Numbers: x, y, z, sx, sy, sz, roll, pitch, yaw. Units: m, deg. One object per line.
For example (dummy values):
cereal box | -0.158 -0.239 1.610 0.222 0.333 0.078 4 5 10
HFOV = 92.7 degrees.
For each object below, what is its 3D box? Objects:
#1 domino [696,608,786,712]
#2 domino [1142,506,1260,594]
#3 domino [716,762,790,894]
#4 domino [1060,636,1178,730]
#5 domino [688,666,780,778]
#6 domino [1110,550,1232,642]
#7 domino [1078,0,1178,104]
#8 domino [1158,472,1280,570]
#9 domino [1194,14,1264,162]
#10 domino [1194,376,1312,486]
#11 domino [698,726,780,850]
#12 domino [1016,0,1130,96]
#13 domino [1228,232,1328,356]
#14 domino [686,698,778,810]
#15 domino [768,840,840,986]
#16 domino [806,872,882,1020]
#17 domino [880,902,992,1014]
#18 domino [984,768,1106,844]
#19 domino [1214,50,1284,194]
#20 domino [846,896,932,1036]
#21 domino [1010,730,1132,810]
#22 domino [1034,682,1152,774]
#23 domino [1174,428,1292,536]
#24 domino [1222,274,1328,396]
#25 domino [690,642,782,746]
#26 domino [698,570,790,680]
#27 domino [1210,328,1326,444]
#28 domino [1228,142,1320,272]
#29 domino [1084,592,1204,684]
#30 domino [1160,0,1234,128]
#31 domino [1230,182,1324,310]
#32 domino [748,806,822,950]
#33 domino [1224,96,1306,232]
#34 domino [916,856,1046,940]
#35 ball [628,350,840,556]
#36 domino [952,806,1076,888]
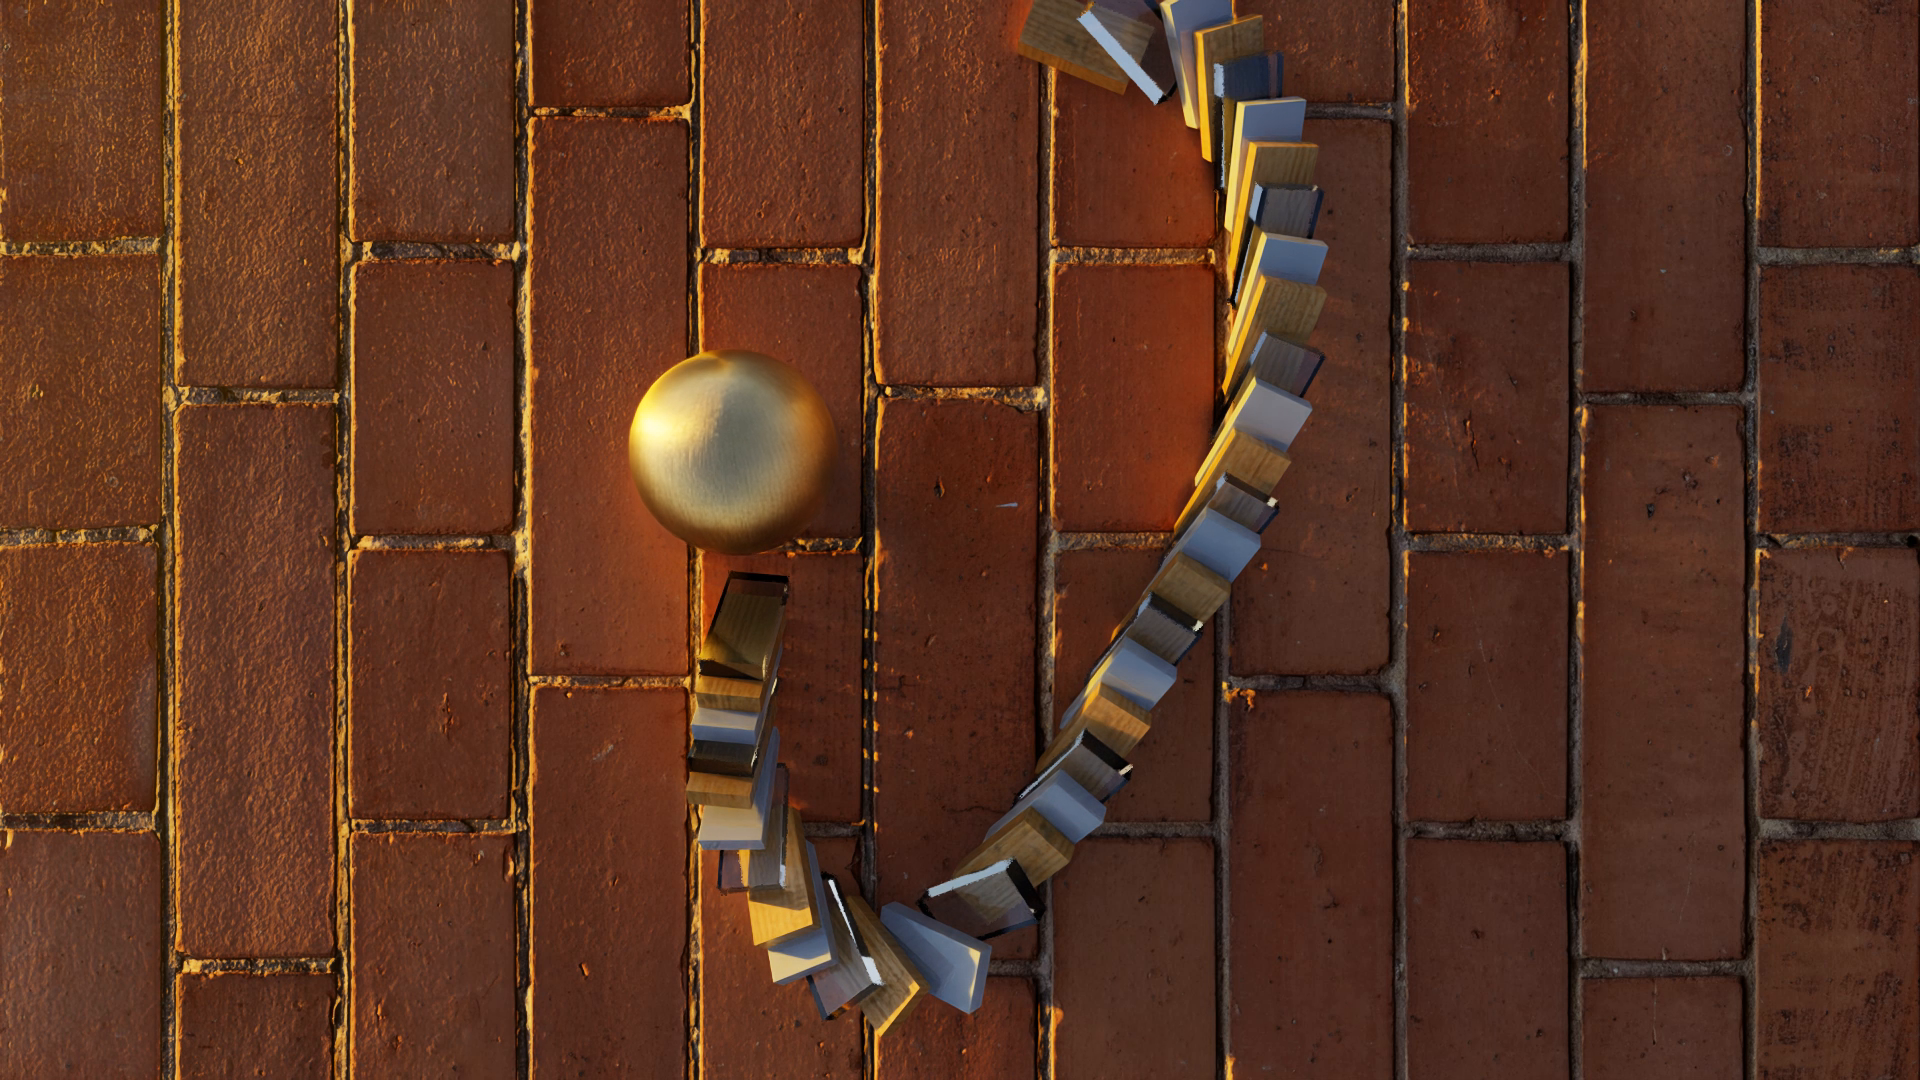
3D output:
domino | -0.089 0.047 0.378 0.025 0.050 0.009 5 132 0
domino | 0.099 0.013 0.381 0.025 0.010 0.050 28 122 -2
domino | -0.086 0.120 0.382 0.025 0.010 0.050 -4 57 0
domino | 0.066 0.066 0.384 0.025 0.009 0.050 32 119 0
domino | -0.092 0.073 0.378 0.025 0.050 0.010 6 132 0
domino | 0.087 0.031 0.383 0.025 0.010 0.050 32 122 0
domino | 0.075 -0.211 0.384 0.050 0.010 0.025 34 85 -26
domino | 0.107 -0.001 0.382 0.025 0.010 0.050 29 122 -2
domino | 0.113 -0.187 0.381 0.025 0.010 0.050 -17 126 0
domino | 0.122 -0.040 0.384 0.025 0.009 0.050 24 120 0
domino | -0.091 0.102 0.380 0.025 0.009 0.050 0 50 0
domino | 0.053 -0.215 0.395 0.050 0.009 0.025 22 90 0
domino | 0.132 -0.100 0.382 0.025 0.009 0.050 8 123 0
domino | -0.093 0.085 0.378 0.025 0.050 0.009 5 132 0
domino | -0.069 0.154 0.382 0.025 0.010 0.050 -22 55 2
domino | -0.054 0.168 0.381 0.025 0.009 0.050 -37 54 2
domino | -0.012 0.173 0.383 0.050 0.009 0.025 11 90 32
domino | 0.035 0.120 0.383 0.025 0.009 0.050 41 120 -1
domino | 0.120 -0.173 0.381 0.025 0.009 0.050 -14 126 -2
domino | -0.037 0.176 0.381 0.050 0.009 0.025 39 90 36
domino | 0.046 0.104 0.383 0.025 0.010 0.050 38 120 -1
domino | 0.055 0.086 0.384 0.025 0.009 0.050 32 117 0
domino | 0.113 -0.019 0.384 0.025 0.009 0.050 26 117 0
domino | 0.130 -0.082 0.382 0.025 0.010 0.050 11 123 0
domino | -0.091 0.060 0.378 0.025 0.050 0.010 5 132 0
domino | -0.088 0.035 0.378 0.025 0.050 0.010 5 132 0
domino | 0.128 -0.060 0.383 0.025 0.009 0.050 21 120 0
domino | 0.130 -0.138 0.381 0.025 0.010 0.050 -1 125 -2
domino | 0.076 0.048 0.383 0.025 0.009 0.050 32 120 0
domino | 0.102 -0.202 0.381 0.025 0.010 0.050 -27 126 0
domino | 0.131 -0.121 0.382 0.025 0.009 0.050 2 125 -2
domino | -0.076 0.140 0.381 0.025 0.009 0.050 -21 55 3
domino | 0.126 -0.156 0.381 0.025 0.010 0.050 -6 125 -2
domino | 0.008 0.153 0.384 0.050 0.010 0.025 -32 90 30
ball | -0.088 -0.034 0.360 0.080 0.080 0.080 0 90 0
domino | 0.022 0.135 0.383 0.025 0.010 0.050 43 120 0
